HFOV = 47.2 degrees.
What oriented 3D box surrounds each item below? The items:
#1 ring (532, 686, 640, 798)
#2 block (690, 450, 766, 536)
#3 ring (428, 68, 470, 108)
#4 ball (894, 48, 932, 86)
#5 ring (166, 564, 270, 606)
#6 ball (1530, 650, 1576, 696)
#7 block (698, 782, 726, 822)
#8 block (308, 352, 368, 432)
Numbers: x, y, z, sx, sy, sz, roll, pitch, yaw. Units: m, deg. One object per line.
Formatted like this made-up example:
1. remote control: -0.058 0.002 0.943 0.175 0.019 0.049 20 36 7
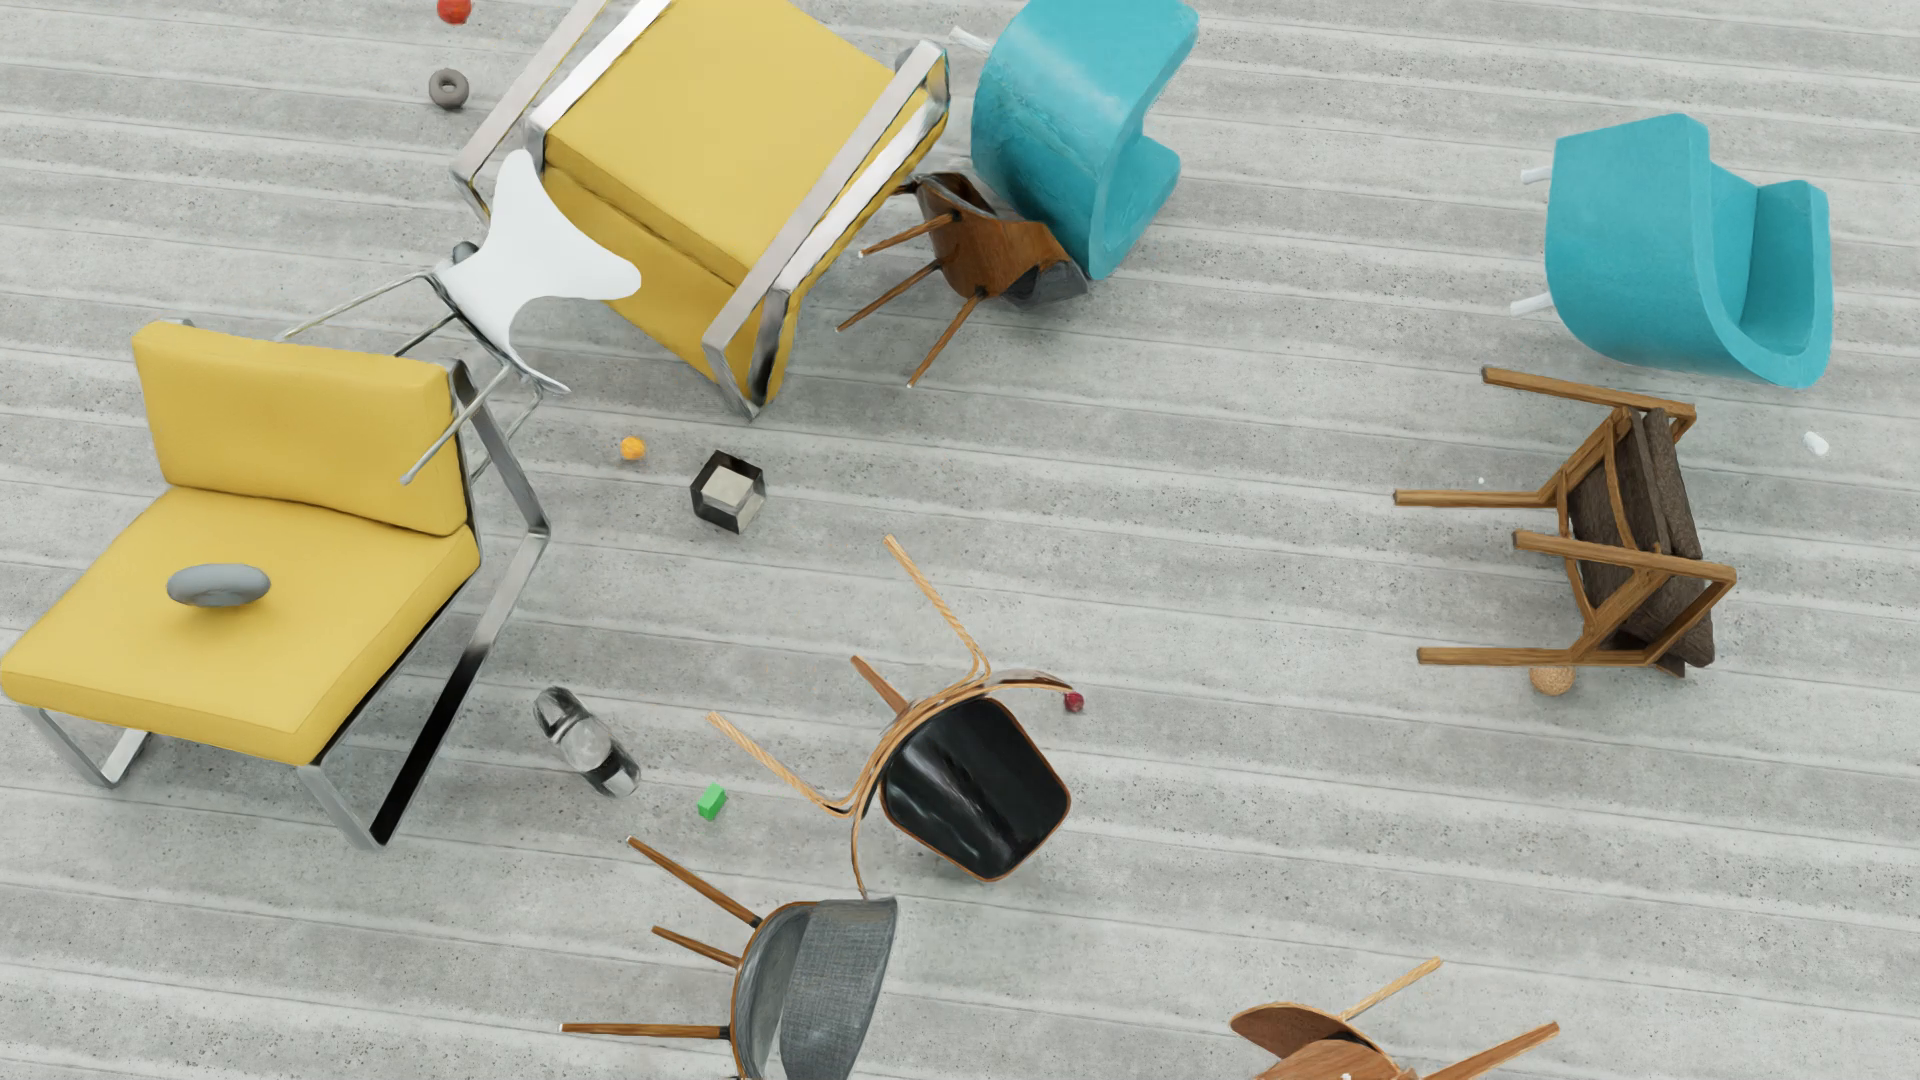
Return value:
1. ring: -1.012 0.550 5.962 0.126 0.424 0.364 -42 75 -8
2. block: -0.694 -0.142 6.580 0.158 0.149 0.155 24 59 15
3. ring: -1.758 -1.554 7.567 0.139 0.067 0.149 -22 71 -17
4. ball: -0.163 -1.631 7.590 0.131 0.131 0.131 0 56 0
5. ring: -1.895 0.116 5.618 0.271 0.217 0.072 -9 73 16
6. ball: 1.682 0.378 6.243 0.128 0.128 0.128 0 56 0
7. block: -0.683 0.719 6.050 0.039 0.068 0.077 26 60 17
8. block: -1.909 -0.454 6.748 0.110 0.163 0.174 5 59 -35
